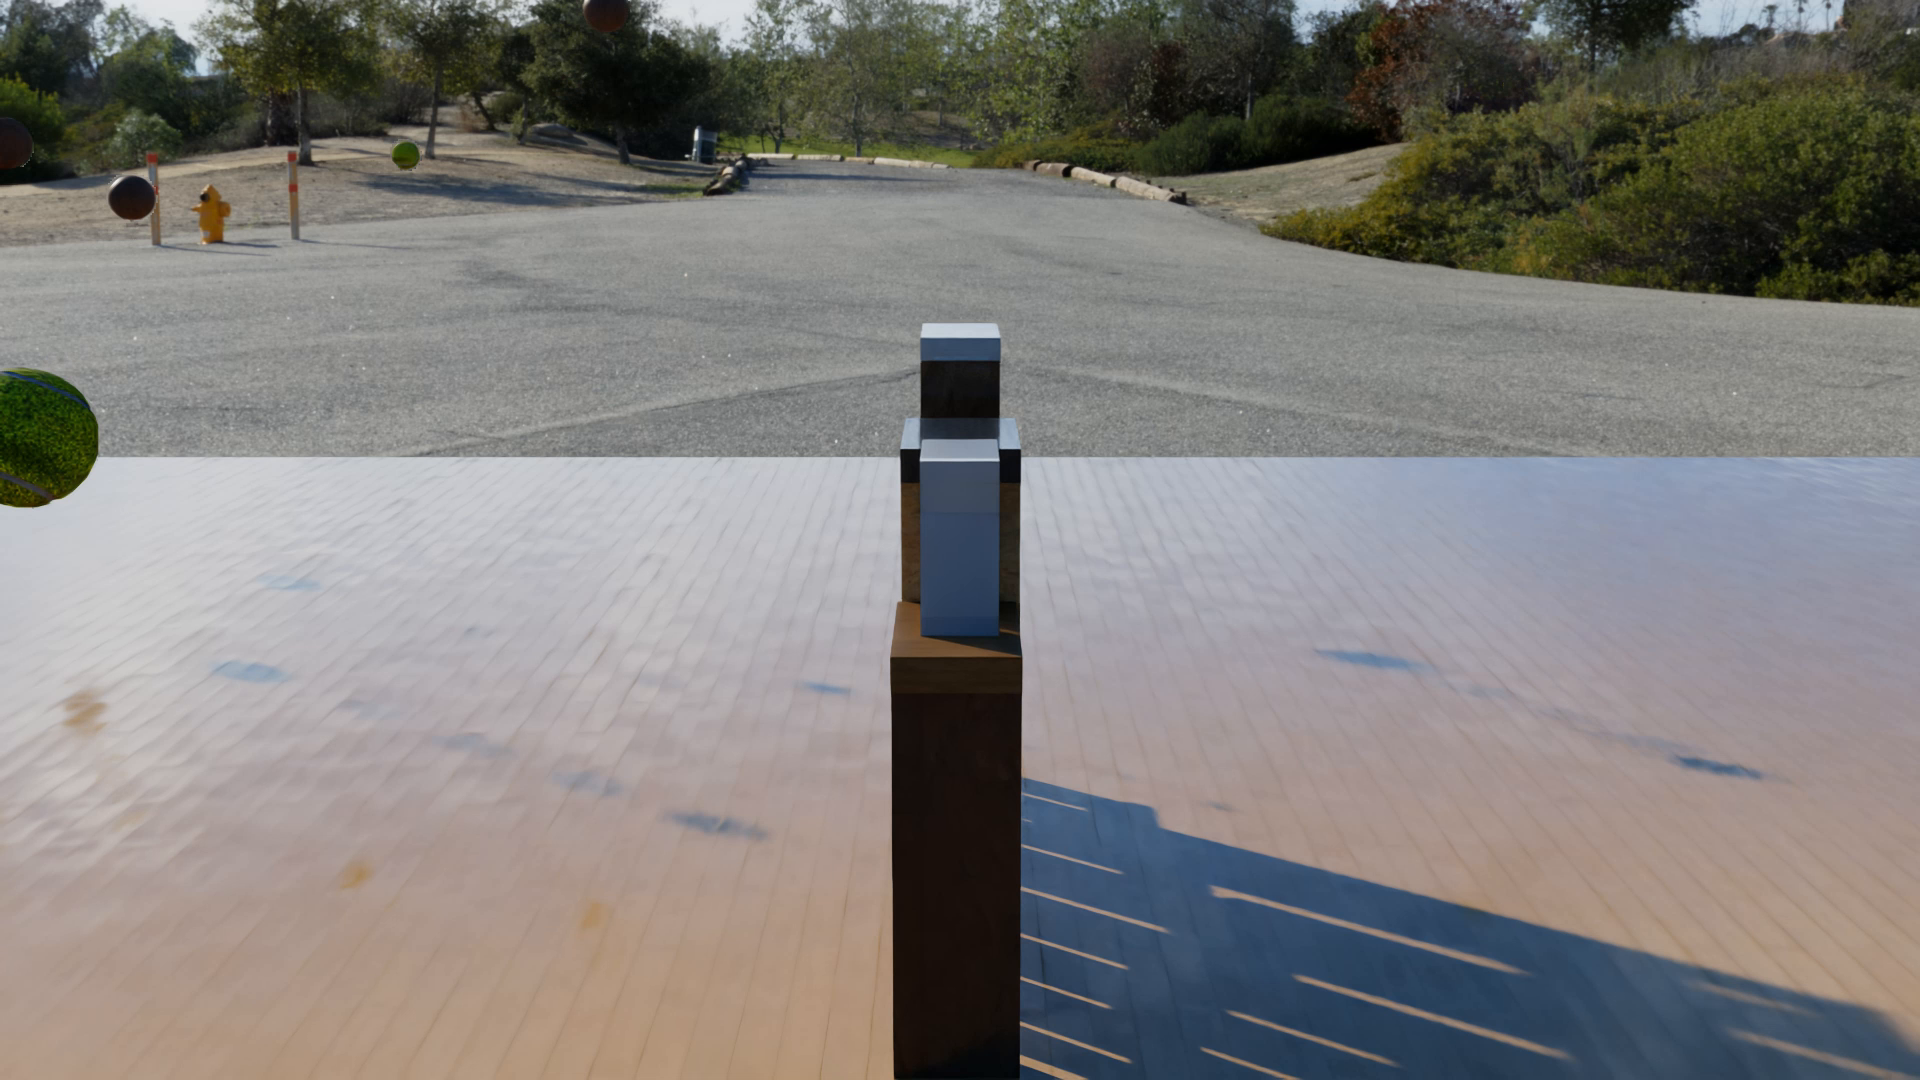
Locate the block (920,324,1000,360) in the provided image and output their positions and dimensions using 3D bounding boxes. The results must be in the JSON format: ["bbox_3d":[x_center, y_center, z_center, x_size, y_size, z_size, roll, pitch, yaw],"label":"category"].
[{"bbox_3d":[0.000,-0.329,3.653,0.128,0.036,0.256,0,11,0],"label":"block"}]

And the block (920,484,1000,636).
[{"bbox_3d":[0.000,0.023,2.927,0.104,0.209,0.030,0,10,0],"label":"block"}]

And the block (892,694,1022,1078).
[{"bbox_3d":[-0.005,0.453,2.928,0.170,0.541,0.048,0,10,0],"label":"block"}]

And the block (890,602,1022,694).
[{"bbox_3d":[-0.005,0.143,2.986,0.170,0.048,0.339,0,10,0],"label":"block"}]

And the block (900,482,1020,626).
[{"bbox_3d":[0.001,0.094,3.180,0.170,0.376,0.048,0,11,0],"label":"block"}]

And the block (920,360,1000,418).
[{"bbox_3d":[0.000,-0.156,3.599,0.128,0.285,0.036,0,10,0],"label":"block"}]

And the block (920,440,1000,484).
[{"bbox_3d":[0.000,-0.107,2.974,0.104,0.030,0.209,0,10,0],"label":"block"}]

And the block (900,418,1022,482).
[{"bbox_3d":[0.001,-0.135,3.252,0.170,0.048,0.339,0,11,0],"label":"block"}]
